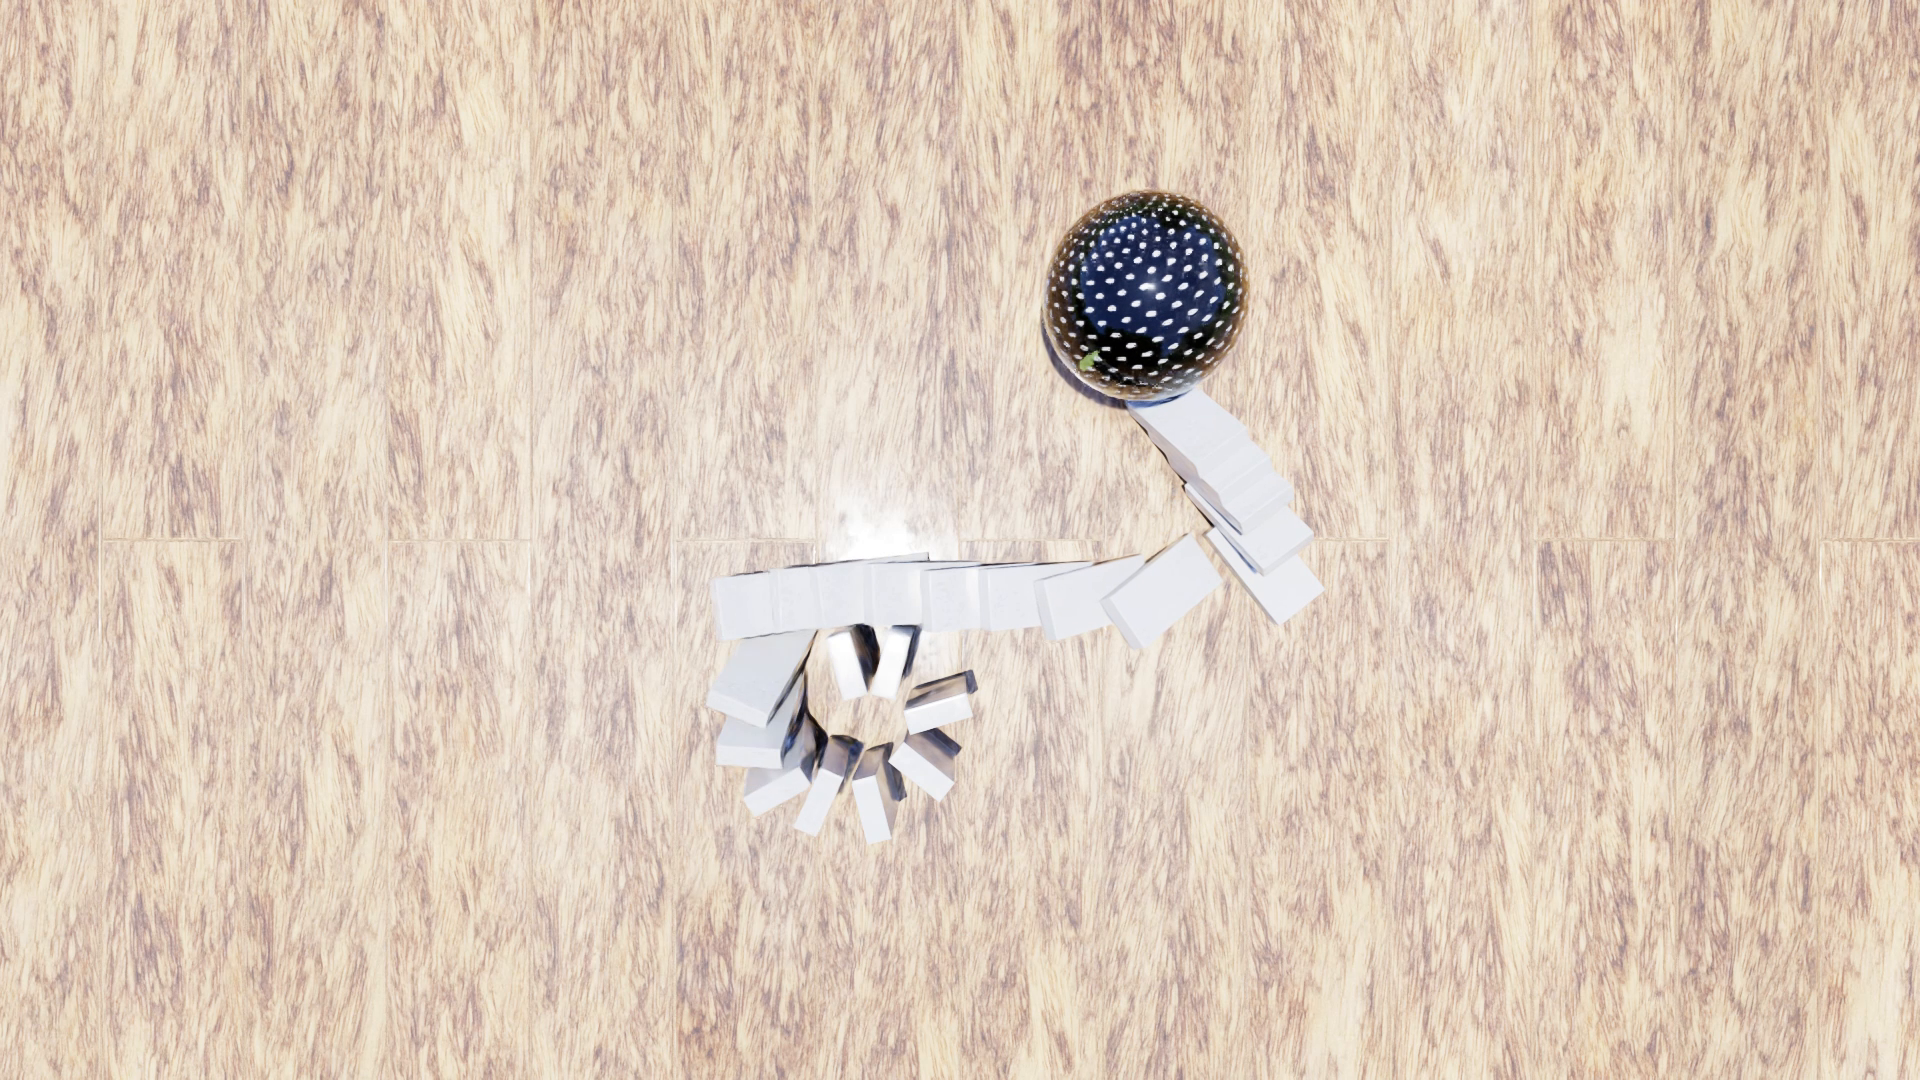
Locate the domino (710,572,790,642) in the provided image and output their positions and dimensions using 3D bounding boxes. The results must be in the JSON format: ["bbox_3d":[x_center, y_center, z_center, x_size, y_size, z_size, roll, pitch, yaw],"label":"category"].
[{"bbox_3d":[-0.077,0.026,0.383,0.050,0.010,0.025,-6,85,-29],"label":"domino"}]

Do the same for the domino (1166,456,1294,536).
[{"bbox_3d":[0.111,-0.027,0.380,0.025,0.010,0.050,-36,49,0],"label":"domino"}]

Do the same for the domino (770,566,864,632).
[{"bbox_3d":[-0.053,0.023,0.384,0.050,0.010,0.025,-3,90,-29],"label":"domino"}]

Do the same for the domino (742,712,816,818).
[{"bbox_3d":[-0.073,0.090,0.375,0.025,0.050,0.009,-29,106,1],"label":"domino"}]

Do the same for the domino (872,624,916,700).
[{"bbox_3d":[-0.026,0.048,0.375,0.010,0.050,0.025,14,90,0],"label":"domino"}]

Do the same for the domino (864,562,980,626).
[{"bbox_3d":[-0.015,0.022,0.383,0.050,0.010,0.025,0,89,-30],"label":"domino"}]

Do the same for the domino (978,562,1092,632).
[{"bbox_3d":[0.033,0.023,0.385,0.050,0.009,0.025,-3,90,-25],"label":"domino"}]

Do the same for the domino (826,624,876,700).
[{"bbox_3d":[-0.044,0.048,0.375,0.009,0.050,0.025,-17,90,-2],"label":"domino"}]

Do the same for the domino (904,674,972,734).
[{"bbox_3d":[-0.008,0.066,0.375,0.025,0.050,0.009,-16,90,0],"label":"domino"}]

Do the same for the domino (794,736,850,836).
[{"bbox_3d":[-0.056,0.099,0.375,0.009,0.050,0.025,25,90,-4],"label":"domino"}]

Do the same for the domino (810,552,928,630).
[{"bbox_3d":[-0.036,0.021,0.382,0.050,0.010,0.025,-7,92,-29],"label":"domino"}]

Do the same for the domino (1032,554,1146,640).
[{"bbox_3d":[0.057,0.024,0.385,0.050,0.009,0.025,-13,91,-25],"label":"domino"}]

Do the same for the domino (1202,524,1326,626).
[{"bbox_3d":[0.131,0.009,0.395,0.025,0.010,0.050,-38,90,0],"label":"domino"}]

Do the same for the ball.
[{"bbox_3d":[0.072,-0.095,0.360,0.080,0.080,0.080,0,90,0],"label":"ball"}]

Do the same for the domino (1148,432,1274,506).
[{"bbox_3d":[0.103,-0.038,0.380,0.025,0.009,0.050,-36,49,0],"label":"domino"}]

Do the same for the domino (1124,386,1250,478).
[{"bbox_3d":[0.093,-0.050,0.380,0.025,0.009,0.050,-36,49,0],"label":"domino"}]

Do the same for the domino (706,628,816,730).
[{"bbox_3d":[-0.081,0.052,0.378,0.025,0.050,0.010,22,130,1],"label":"domino"}]

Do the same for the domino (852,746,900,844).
[{"bbox_3d":[-0.034,0.103,0.375,0.009,0.050,0.025,-14,90,0],"label":"domino"}]

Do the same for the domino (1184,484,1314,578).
[{"bbox_3d":[0.120,-0.011,0.384,0.025,0.010,0.050,-36,60,0],"label":"domino"}]

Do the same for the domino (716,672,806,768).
[{"bbox_3d":[-0.081,0.072,0.376,0.025,0.050,0.010,4,118,0],"label":"domino"}]

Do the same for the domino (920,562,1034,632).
[{"bbox_3d":[0.008,0.024,0.384,0.050,0.010,0.025,-3,90,-27],"label":"domino"}]

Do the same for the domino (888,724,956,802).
[{"bbox_3d":[-0.015,0.089,0.375,0.025,0.050,0.009,39,90,0],"label":"domino"}]

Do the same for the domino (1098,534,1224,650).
[{"bbox_3d":[0.085,0.021,0.386,0.050,0.009,0.025,-35,91,-23],"label":"domino"}]
